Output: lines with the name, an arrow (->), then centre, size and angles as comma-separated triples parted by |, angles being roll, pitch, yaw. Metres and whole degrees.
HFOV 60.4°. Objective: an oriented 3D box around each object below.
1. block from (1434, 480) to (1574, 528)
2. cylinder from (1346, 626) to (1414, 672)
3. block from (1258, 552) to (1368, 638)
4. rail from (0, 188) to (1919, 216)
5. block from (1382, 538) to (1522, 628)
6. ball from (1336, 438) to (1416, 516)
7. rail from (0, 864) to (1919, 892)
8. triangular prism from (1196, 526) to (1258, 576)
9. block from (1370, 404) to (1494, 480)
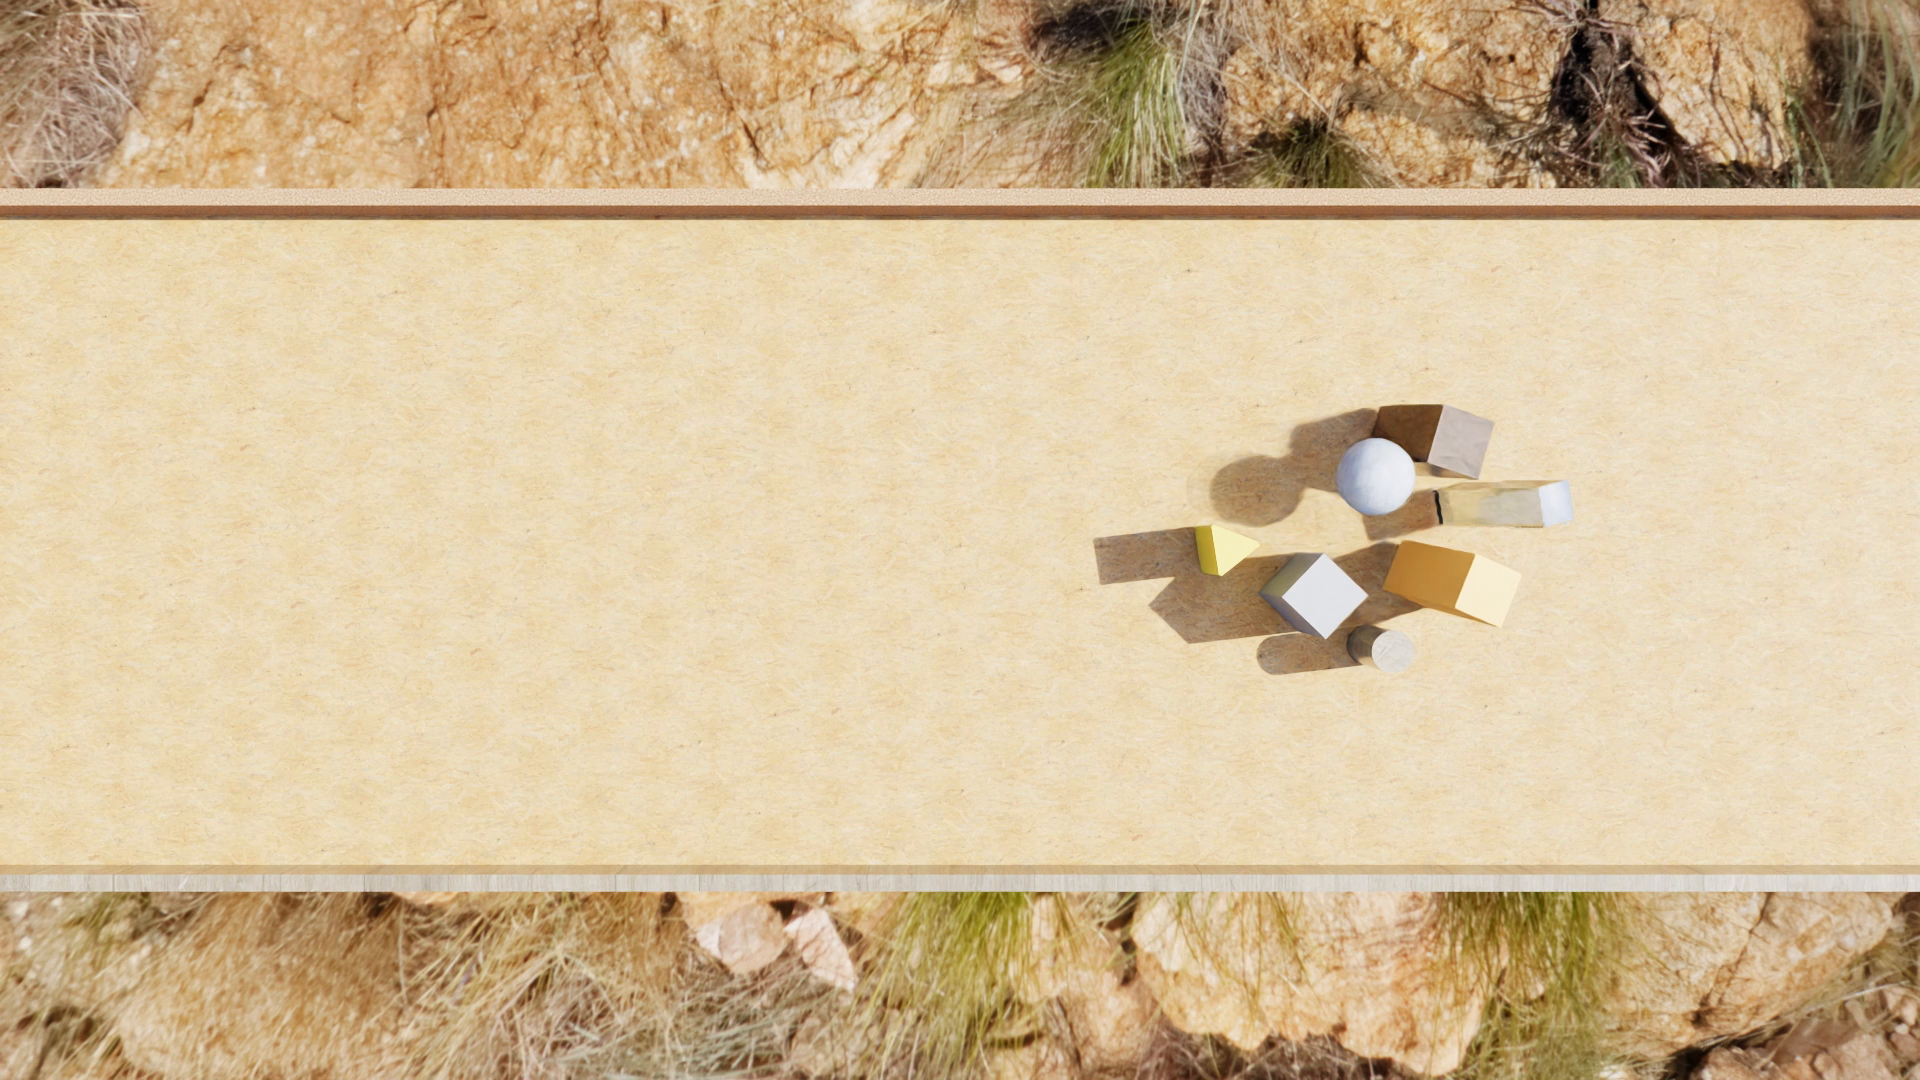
block -> 1.594, -0.106, 4.853 | 0.114, 0.428, 0.114 | -14, 97, -24
cylinder -> 1.251, 0.323, 4.921 | 0.123, 0.311, 0.123 | 0, 90, 0
block -> 1.039, 0.160, 4.887 | 0.173, 0.380, 0.173 | 44, 90, 0
rail -> -2.247, -1.025, 5.002 | 12.000, 0.150, 0.050 | 0, 90, 0
block -> 1.444, 0.123, 4.863 | 0.164, 0.397, 0.164 | 22, 90, -17
ball -> 1.199, -0.183, 4.760 | 0.224, 0.224, 0.224 | 0, 90, 0
rail -> -2.247, 1.025, 5.001 | 12.000, 0.150, 0.050 | 0, 90, 0
triangular prism -> 0.763, 0.008, 4.902 | 0.145, 0.349, 0.126 | -39, 90, 0
block -> 1.384, -0.292, 4.879 | 0.173, 0.360, 0.173 | 17, 89, -16
